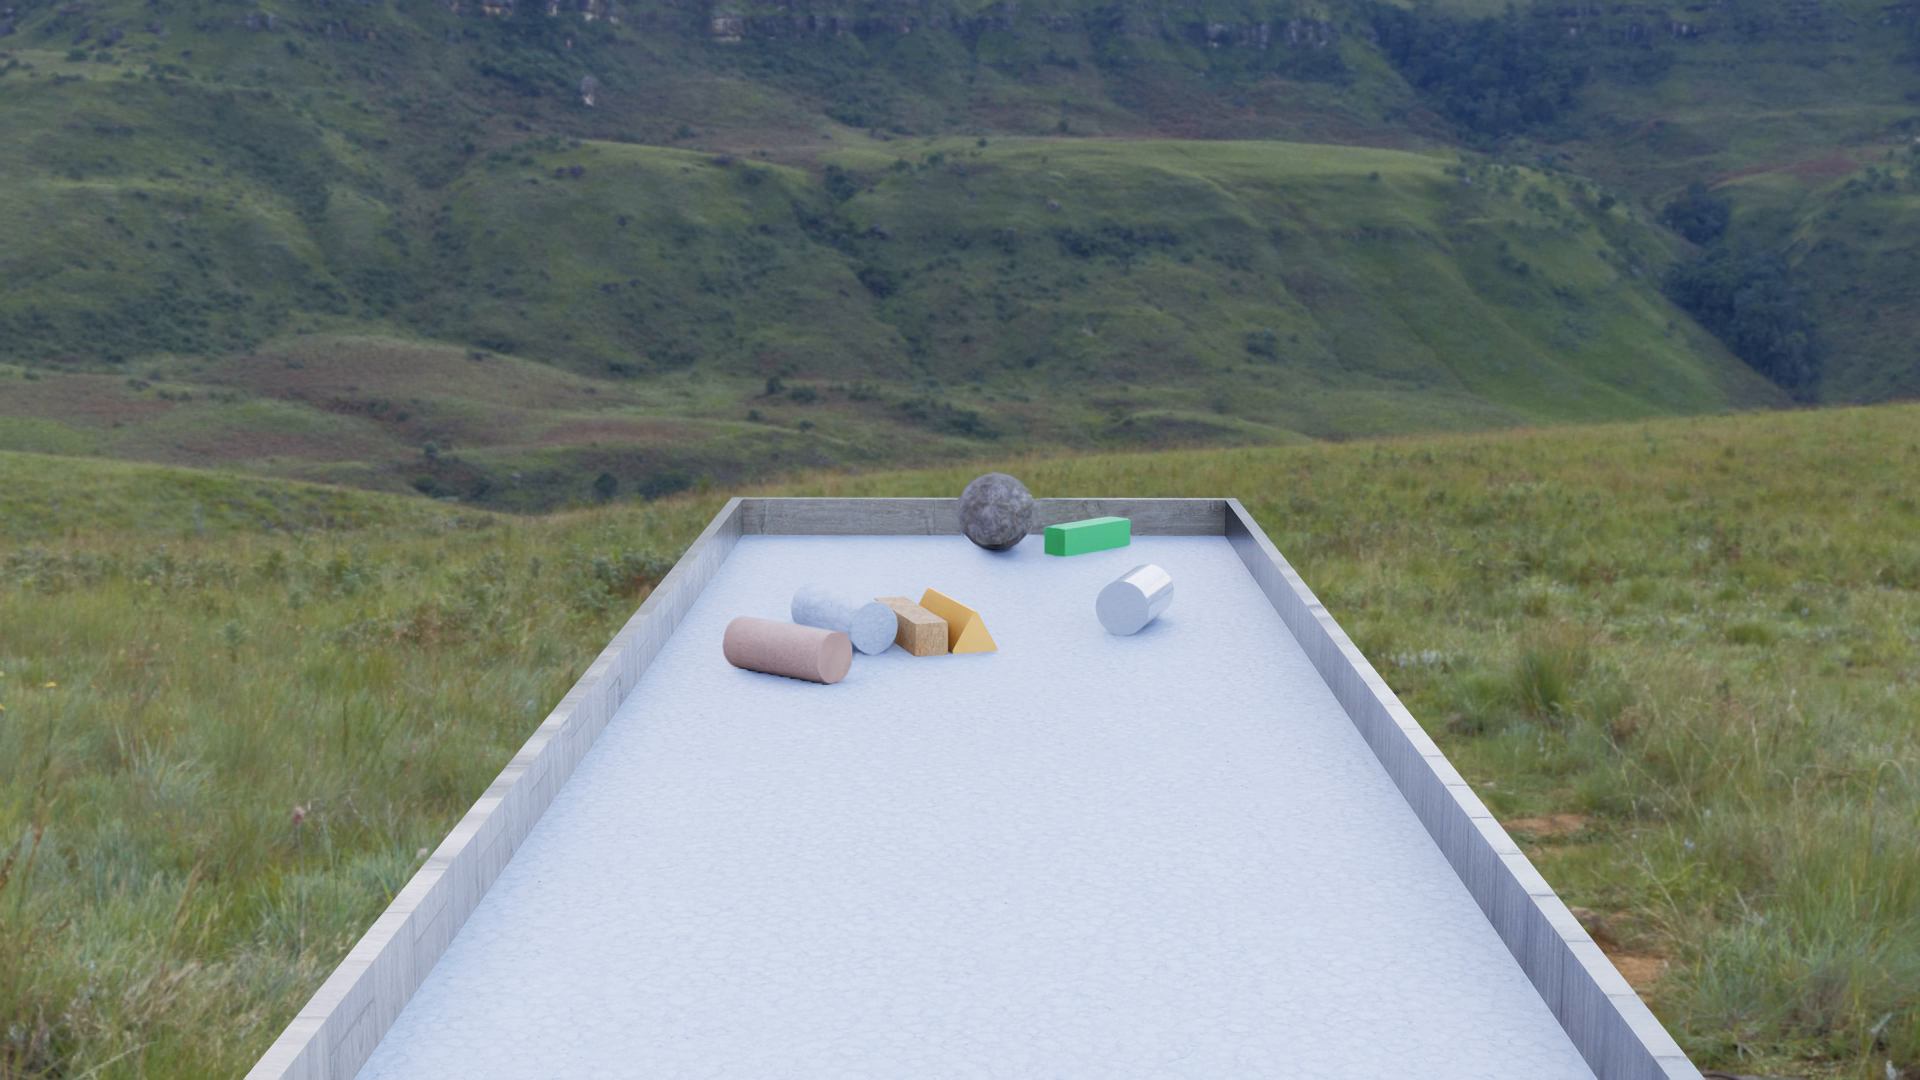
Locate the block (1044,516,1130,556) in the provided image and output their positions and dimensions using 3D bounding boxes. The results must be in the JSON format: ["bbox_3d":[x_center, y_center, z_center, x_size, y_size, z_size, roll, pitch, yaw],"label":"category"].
[{"bbox_3d":[0.510,-0.015,8.760,0.391,0.108,0.108,-9,13,-44],"label":"block"}]

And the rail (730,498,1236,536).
[{"bbox_3d":[0.099,-0.098,9.147,2.100,0.150,0.050,0,9,1],"label":"rail"}]

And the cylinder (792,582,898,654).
[{"bbox_3d":[-0.369,0.243,6.953,0.164,0.164,0.417,-5,10,-30],"label":"cylinder"}]

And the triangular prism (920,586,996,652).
[{"bbox_3d":[-0.027,0.249,7.008,0.147,0.127,0.446,-3,9,-19],"label":"triangular prism"}]

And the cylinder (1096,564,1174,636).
[{"bbox_3d":[0.576,0.194,7.221,0.177,0.177,0.344,3,10,19],"label":"cylinder"}]

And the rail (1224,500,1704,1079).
[{"bbox_3d":[1.046,0.843,3.208,0.050,0.150,12.000,0,9,1],"label":"rail"}]

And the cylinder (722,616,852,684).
[{"bbox_3d":[-0.510,0.322,6.489,0.382,0.154,0.154,7,12,38],"label":"cylinder"}]

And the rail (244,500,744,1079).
[{"bbox_3d":[-1.004,0.839,3.234,0.050,0.150,12.000,0,9,1],"label":"rail"}]

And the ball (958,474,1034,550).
[{"bbox_3d":[0.144,-0.112,8.738,0.306,0.306,0.306,0,9,0],"label":"ball"}]

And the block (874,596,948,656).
[{"bbox_3d":[-0.158,0.271,6.967,0.103,0.103,0.457,-3,9,-18],"label":"block"}]
